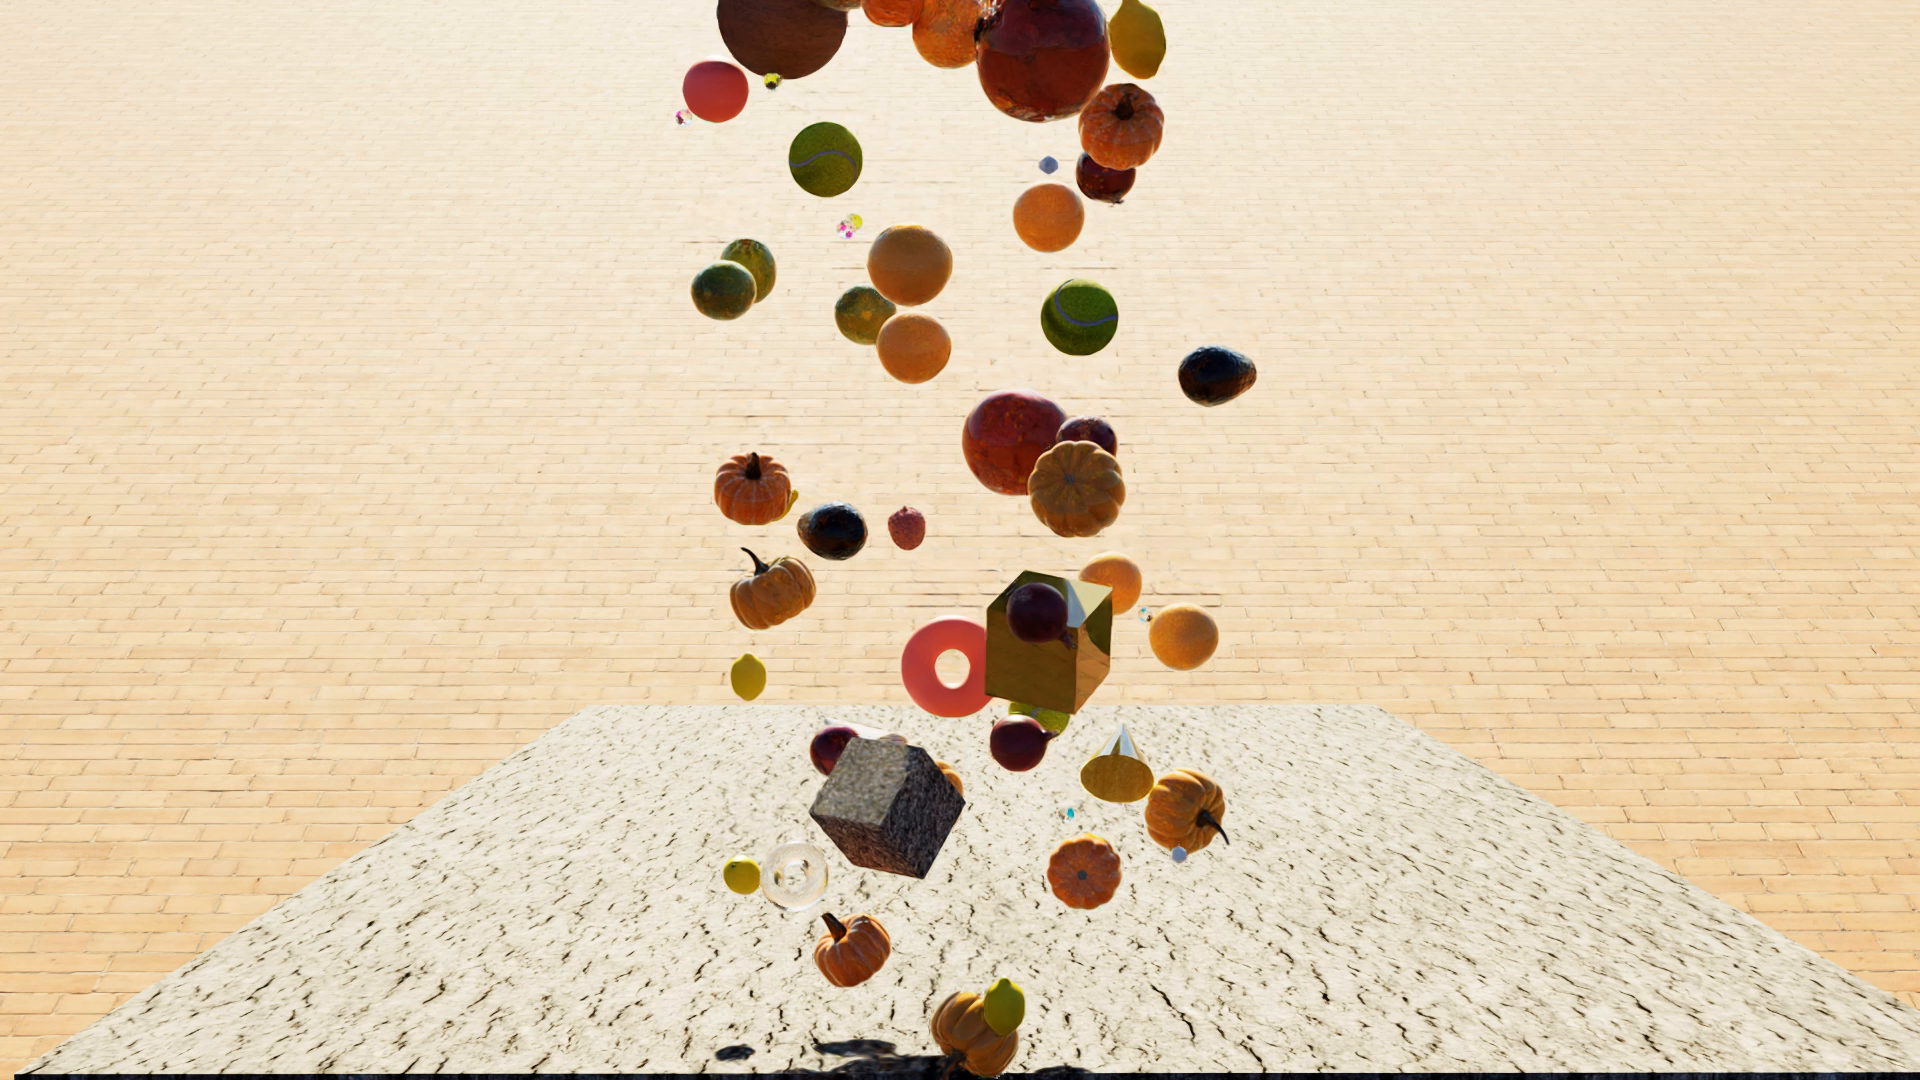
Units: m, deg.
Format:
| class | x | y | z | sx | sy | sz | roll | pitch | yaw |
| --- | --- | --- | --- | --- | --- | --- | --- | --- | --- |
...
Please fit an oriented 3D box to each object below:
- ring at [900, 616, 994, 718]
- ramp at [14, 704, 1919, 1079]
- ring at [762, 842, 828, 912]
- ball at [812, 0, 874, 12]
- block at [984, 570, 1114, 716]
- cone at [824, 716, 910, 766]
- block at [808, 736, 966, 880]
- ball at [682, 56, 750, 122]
| class | x | y | z | sx | sy | sz | roll | pitch | yaw |
| --- | --- | --- | --- | --- | --- | --- | --- | --- | --- |
| ring | -0.008 | 0.139 | 2.841 | 0.114 | 0.114 | 0.038 | -1 | -1 | -1 |
| ramp | 0.058 | 0.524 | 4.562 | 2.000 | 0.100 | 4.000 | 0 | 2 | 0 |
| ring | -0.174 | 0.355 | 2.716 | 0.076 | 0.076 | 0.025 | -16 | -4 | -29 |
| ball | -0.111 | -0.550 | 2.434 | 0.100 | 0.100 | 0.100 | 0 | 25 | 0 |
| block | 0.088 | 0.100 | 2.549 | 0.096 | 0.096 | 0.096 | 12 | 28 | 21 |
| cone | -0.124 | 0.226 | 2.875 | 0.097 | 0.097 | 0.097 | -19 | 46 | -35 |
| block | -0.072 | 0.266 | 2.562 | 0.094 | 0.094 | 0.094 | 5 | 54 | 39 |
| ball | -0.243 | -0.448 | 2.563 | 0.066 | 0.066 | 0.066 | 0 | 25 | 0 |
